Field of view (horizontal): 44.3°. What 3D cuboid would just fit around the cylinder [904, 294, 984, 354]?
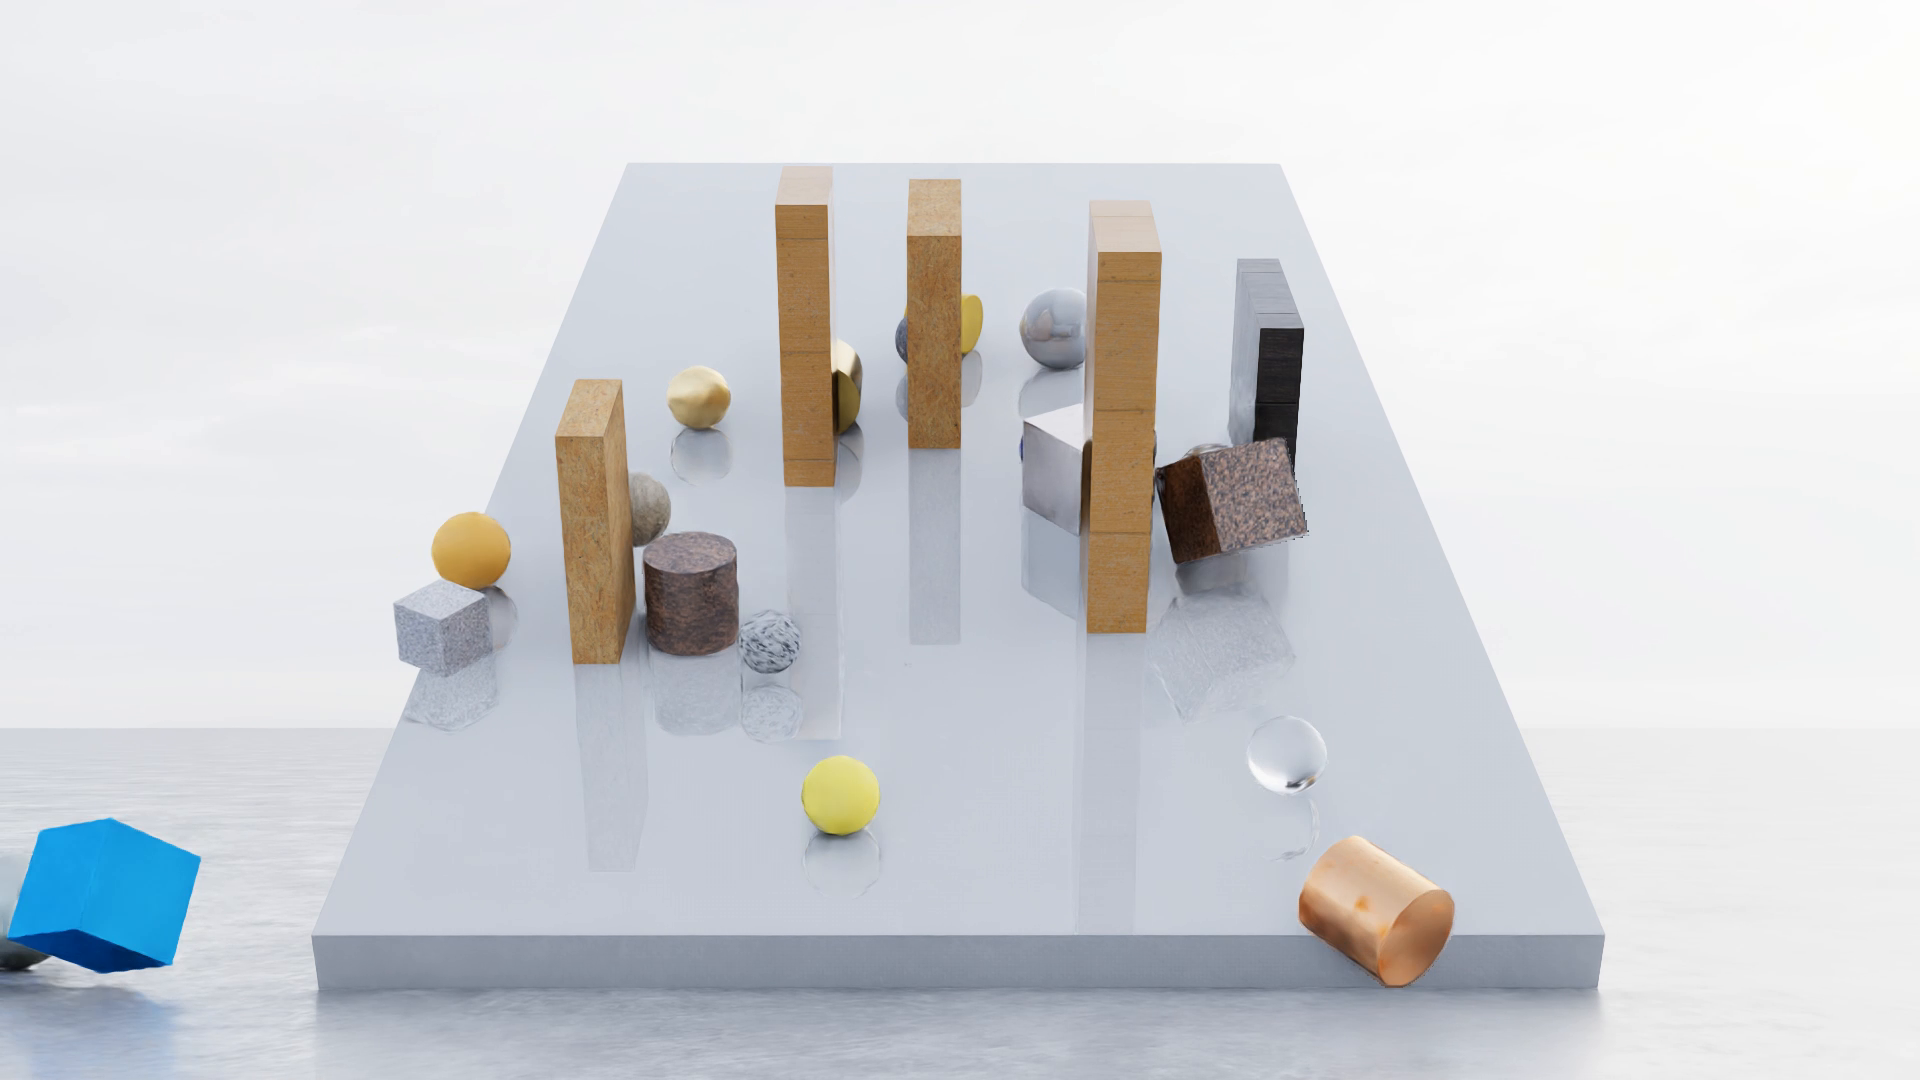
[{"bbox_3d":[-0.041,-0.545,5.827,0.146,0.146,0.146,14,2,24],"label":"cylinder"}]

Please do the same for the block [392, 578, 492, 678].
[{"bbox_3d":[-0.966,0.164,4.407,0.122,0.122,0.122,17,31,31],"label":"block"}]

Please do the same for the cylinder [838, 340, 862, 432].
[{"bbox_3d":[-0.314,-0.350,5.393,0.178,0.178,0.178,0,26,0],"label":"cylinder"}]

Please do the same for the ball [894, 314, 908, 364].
[{"bbox_3d":[-0.082,-0.484,5.695,0.151,0.151,0.151,0,-4,0],"label":"ball"}]

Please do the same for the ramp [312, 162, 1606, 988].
[{"bbox_3d":[-0.010,-0.228,5.461,2.000,0.100,4.000,0,26,0],"label":"ramp"}]

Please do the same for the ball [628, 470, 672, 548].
[{"bbox_3d":[-0.647,-0.060,4.652,0.154,0.154,0.154,0,-4,0],"label":"ball"}]

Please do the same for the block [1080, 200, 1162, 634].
[{"bbox_3d":[0.300,-0.231,4.485,0.114,0.768,0.294,0,26,0],"label":"block"}]

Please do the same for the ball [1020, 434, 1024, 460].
[{"bbox_3d":[0.194,-0.198,5.141,0.130,0.130,0.130,0,-4,0],"label":"ball"}]

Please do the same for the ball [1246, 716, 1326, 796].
[{"bbox_3d":[0.553,0.365,3.994,0.134,0.134,0.134,0,-4,0],"label":"ball"}]

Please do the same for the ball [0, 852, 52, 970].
[{"bbox_3d":[-1.589,0.624,3.972,0.195,0.195,0.195,0,-4,0],"label":"ball"}]

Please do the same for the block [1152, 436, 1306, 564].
[{"bbox_3d":[0.530,-0.076,4.657,0.194,0.194,0.194,-12,-3,-24],"label":"block"}]

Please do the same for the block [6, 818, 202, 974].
[{"bbox_3d":[-1.362,0.569,3.759,0.181,0.181,0.181,-12,-33,33],"label":"block"}]

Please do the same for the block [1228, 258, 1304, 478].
[{"bbox_3d":[0.661,-0.346,5.126,0.091,0.410,0.427,0,26,0],"label":"block"}]

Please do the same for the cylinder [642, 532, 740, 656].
[{"bbox_3d":[-0.509,0.101,4.476,0.176,0.176,0.176,0,26,0],"label":"cylinder"}]

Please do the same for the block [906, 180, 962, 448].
[{"bbox_3d":[-0.057,-0.519,5.370,0.119,0.501,0.401,0,26,0],"label":"block"}]

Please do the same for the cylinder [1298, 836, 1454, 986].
[{"bbox_3d":[0.628,0.559,3.563,0.165,0.165,0.165,4,20,-43],"label":"cylinder"}]

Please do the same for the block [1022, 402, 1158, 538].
[{"bbox_3d":[0.271,-0.153,4.972,0.199,0.199,0.199,-17,31,-31],"label":"block"}]

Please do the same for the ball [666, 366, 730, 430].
[{"bbox_3d":[-0.595,-0.325,5.377,0.144,0.144,0.144,0,-4,0],"label":"ball"}]

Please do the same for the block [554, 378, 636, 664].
[{"bbox_3d":[-0.680,-0.036,4.428,0.087,0.464,0.269,0,26,0],"label":"block"}]

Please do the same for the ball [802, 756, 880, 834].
[{"bbox_3d":[-0.196,0.420,3.883,0.130,0.130,0.130,0,-4,0],"label":"ball"}]

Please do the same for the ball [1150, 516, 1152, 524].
[{"bbox_3d":[0.318,-0.051,4.821,0.148,0.148,0.148,0,-4,0],"label":"ball"}]

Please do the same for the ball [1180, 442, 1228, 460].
[{"bbox_3d":[0.529,-0.130,4.982,0.150,0.150,0.150,0,-4,0],"label":"ball"}]

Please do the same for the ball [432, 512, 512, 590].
[{"bbox_3d":[-0.965,0.022,4.659,0.155,0.155,0.155,0,-4,0],"label":"ball"}]

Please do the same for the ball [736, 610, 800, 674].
[{"bbox_3d":[-0.351,0.187,4.329,0.118,0.118,0.118,0,-4,0],"label":"ball"}]

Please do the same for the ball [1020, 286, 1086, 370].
[{"bbox_3d":[0.244,-0.511,5.697,0.201,0.201,0.201,0,-4,0],"label":"ball"}]

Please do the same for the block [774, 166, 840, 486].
[{"bbox_3d":[-0.327,-0.459,5.093,0.108,0.638,0.264,0,26,0],"label":"block"}]
